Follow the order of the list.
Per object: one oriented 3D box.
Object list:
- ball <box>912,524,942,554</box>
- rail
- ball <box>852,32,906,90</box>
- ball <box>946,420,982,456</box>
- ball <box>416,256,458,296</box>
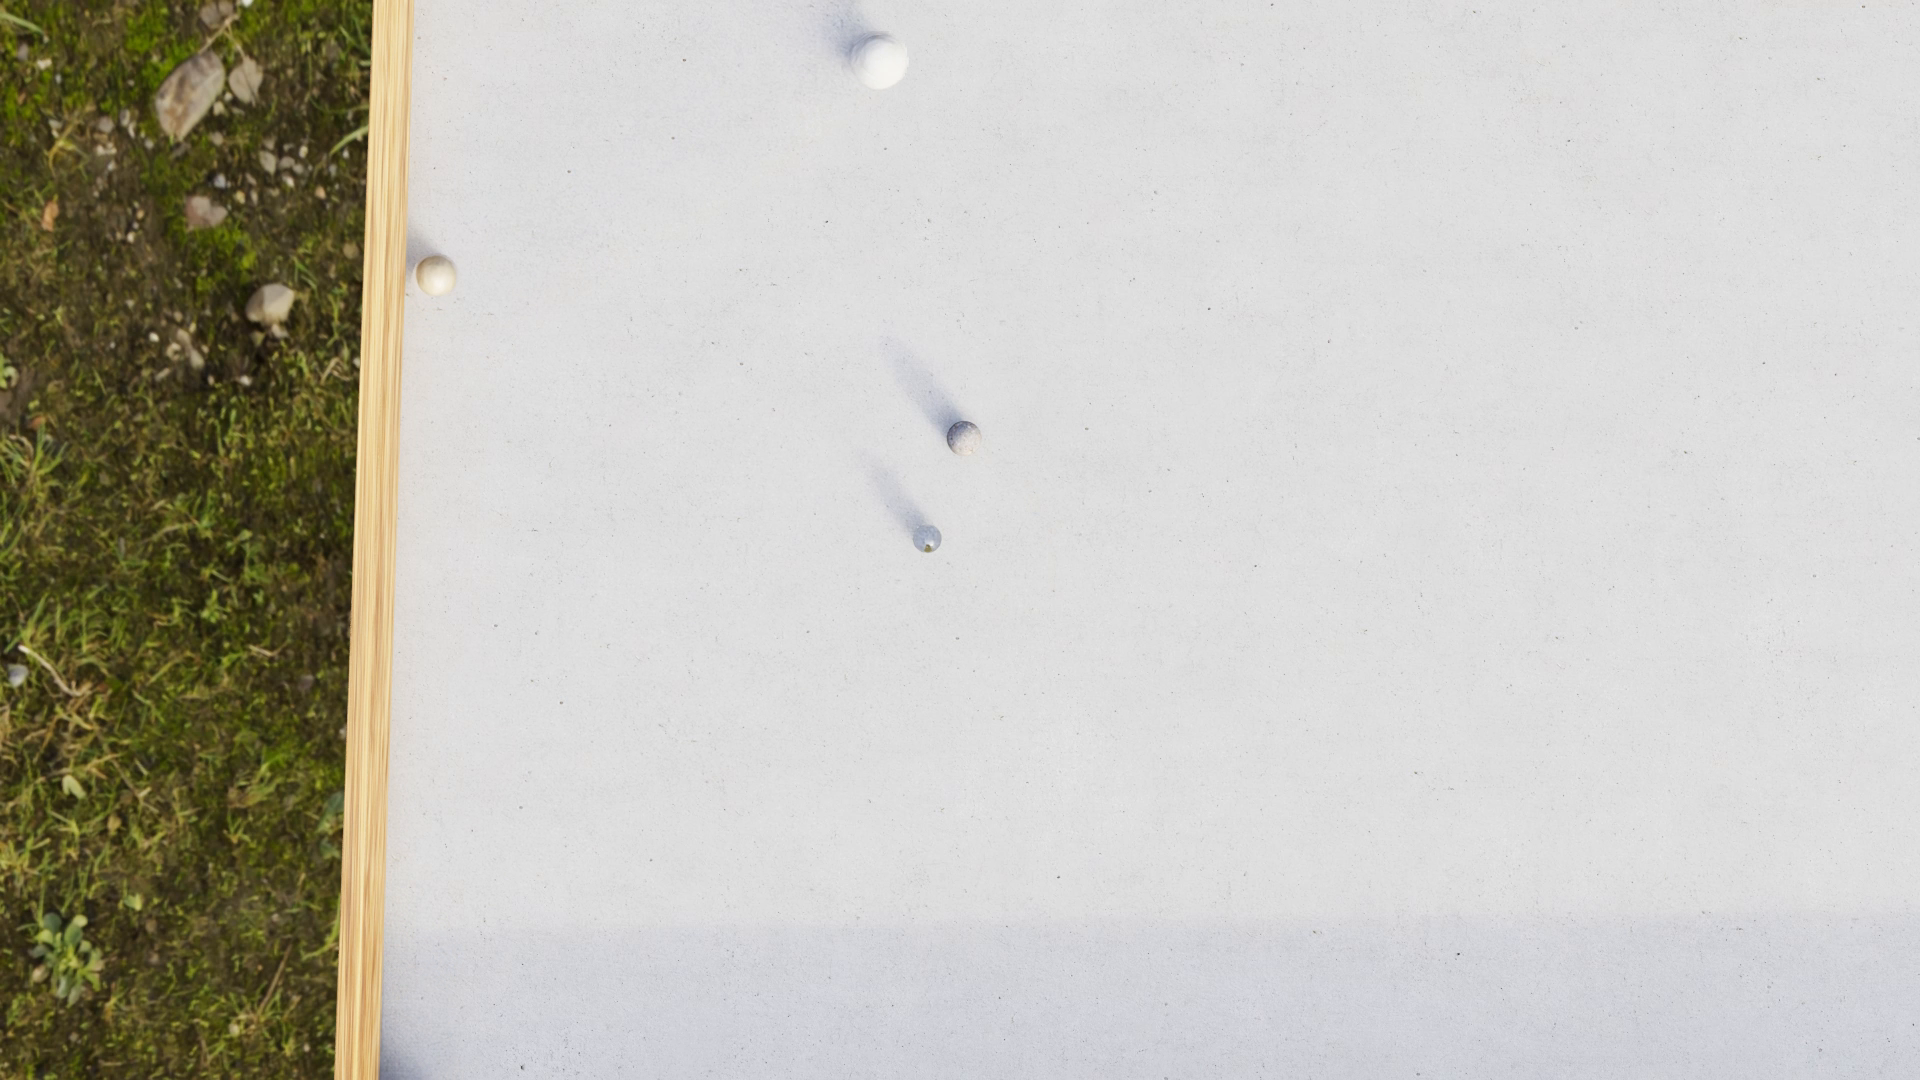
[{"bbox_3d":[-0.049,-0.002,3.296,0.044,0.044,0.044,0,80,0],"label":"ball"},{"bbox_3d":[-0.856,0.004,3.252,0.045,0.128,1.970,-1,80,0],"label":"rail"},{"bbox_3d":[-0.125,-0.741,3.404,0.086,0.086,0.086,0,80,0],"label":"ball"},{"bbox_3d":[0.006,-0.153,3.318,0.053,0.053,0.053,0,80,0],"label":"ball"},{"bbox_3d":[-0.799,-0.403,3.357,0.062,0.062,0.062,0,80,0],"label":"ball"}]
